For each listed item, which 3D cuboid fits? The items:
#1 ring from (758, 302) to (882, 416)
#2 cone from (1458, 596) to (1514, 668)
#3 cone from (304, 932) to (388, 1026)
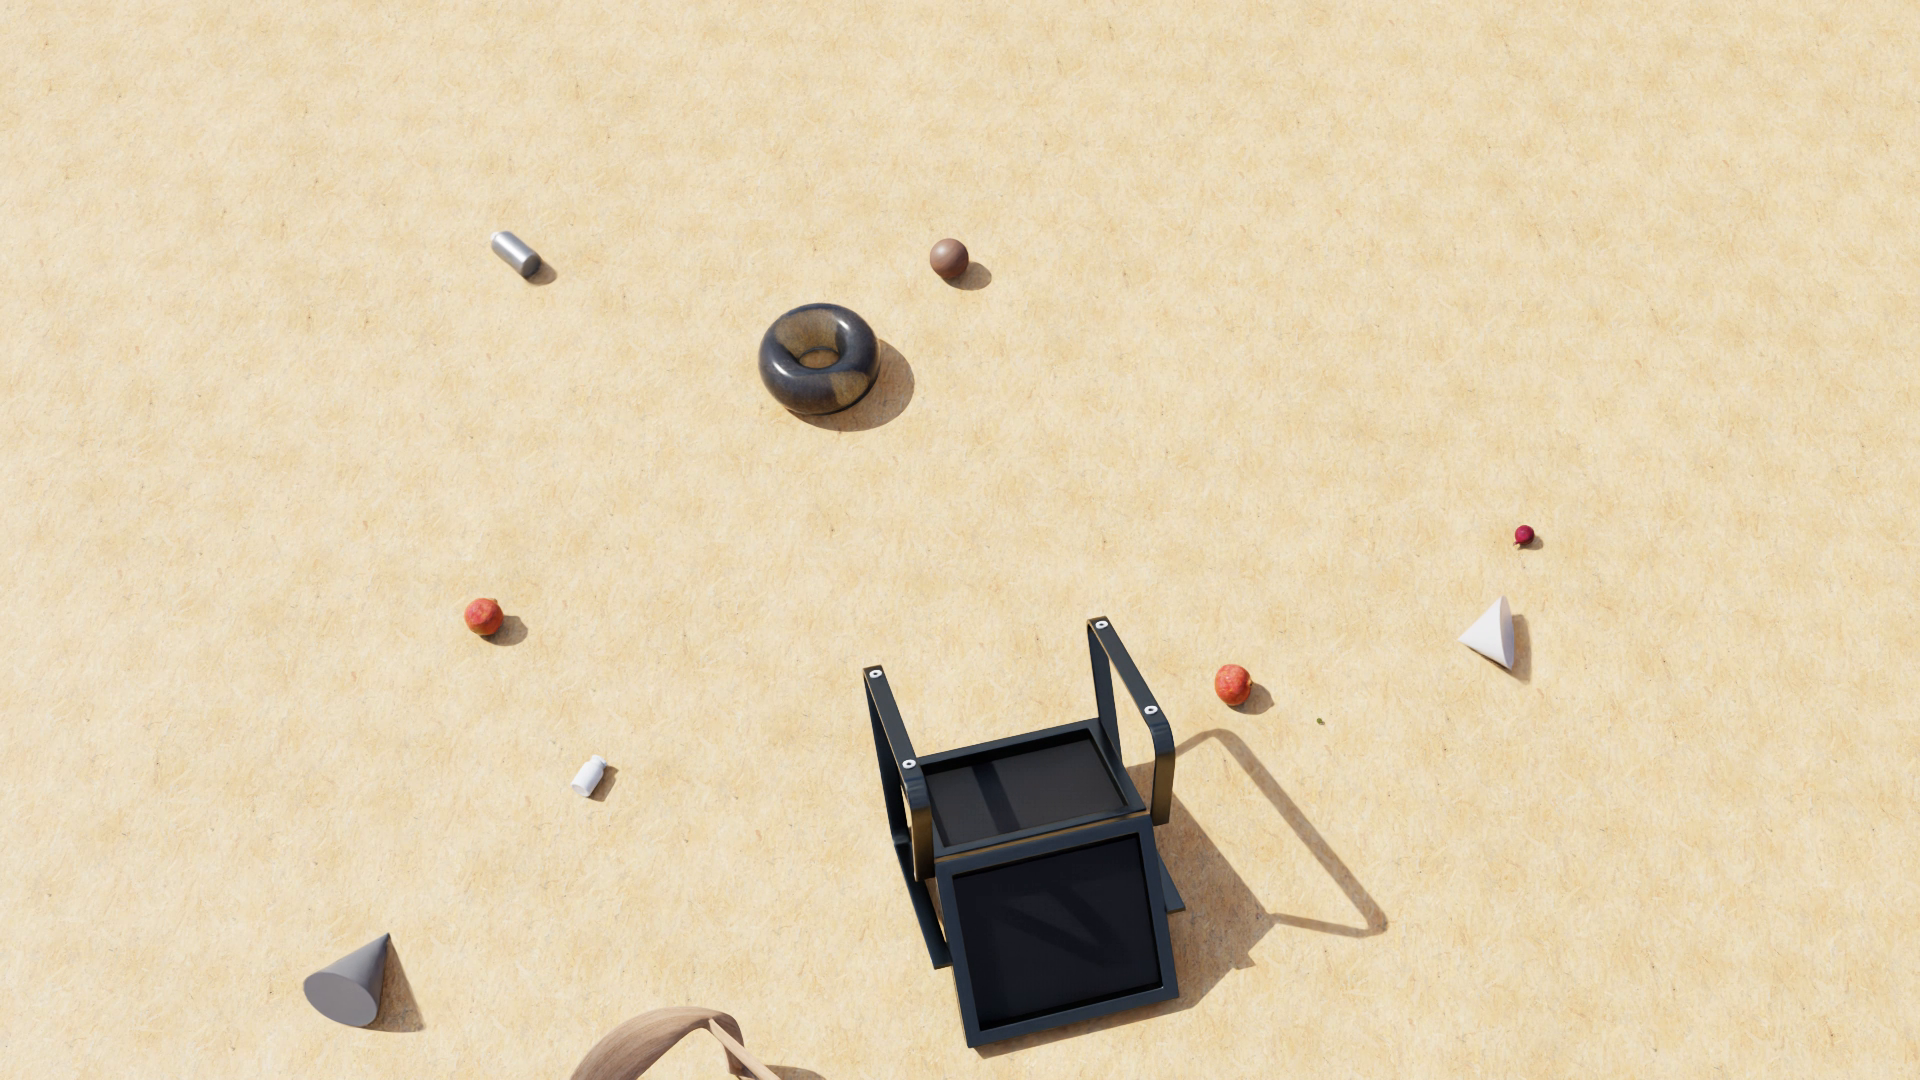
[{"bbox_3d":[-0.438,-0.566,6.856,0.387,0.165,0.402,-1,55,1],"label":"ring"},{"bbox_3d":[1.506,0.277,6.347,0.147,0.151,0.245,-12,46,26],"label":"cone"},{"bbox_3d":[-1.562,1.115,5.772,0.214,0.188,0.256,2,34,19],"label":"cone"}]
